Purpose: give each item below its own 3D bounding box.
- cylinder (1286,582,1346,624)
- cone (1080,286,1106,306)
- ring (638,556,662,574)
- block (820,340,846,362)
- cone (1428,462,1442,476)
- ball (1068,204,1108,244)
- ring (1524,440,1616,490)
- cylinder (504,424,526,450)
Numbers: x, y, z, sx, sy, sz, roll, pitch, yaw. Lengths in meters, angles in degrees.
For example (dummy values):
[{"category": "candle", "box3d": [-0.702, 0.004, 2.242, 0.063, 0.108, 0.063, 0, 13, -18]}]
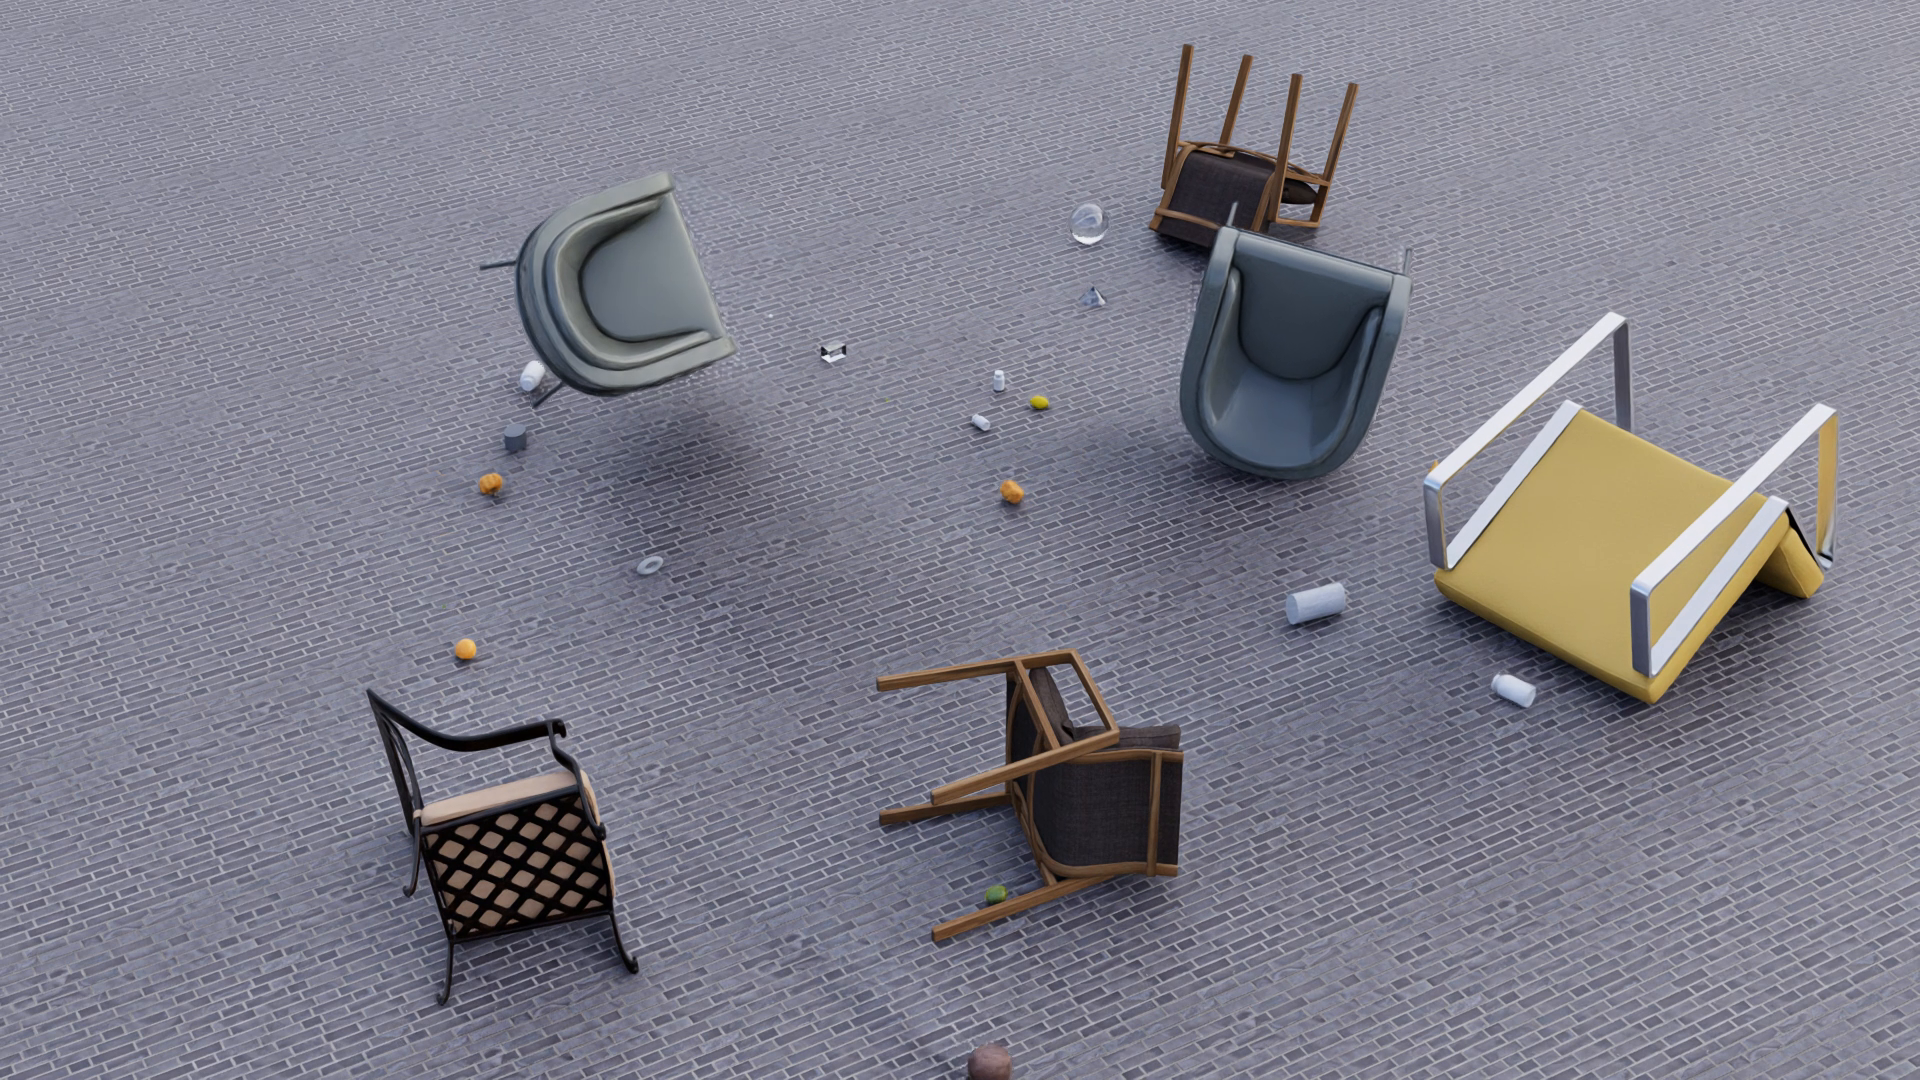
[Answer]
[{"category": "cylinder", "box3d": [1.273, 0.227, 10.489, 0.192, 0.123, 0.091, -13, 43, -19]}, {"category": "cone", "box3d": [0.567, -1.052, 12.481, 0.120, 0.066, 0.116, 16, 37, 23]}, {"category": "ring", "box3d": [-1.137, 0.094, 10.752, 0.107, 0.057, 0.034, -28, 24, -20]}, {"category": "block", "box3d": [-0.521, -0.778, 12.077, 0.084, 0.053, 0.059, -24, 40, -32]}, {"category": "cone", "box3d": [1.836, -0.285, 11.321, 0.051, 0.062, 0.057, -9, 34, -13]}, {"category": "ball", "box3d": [0.566, -1.392, 12.895, 0.177, 0.177, 0.177, 0, 33, 0]}, {"category": "ring", "box3d": [2.349, -0.290, 11.290, 0.399, 0.105, 0.226, -15, 38, -23]}, {"category": "cylinder", "box3d": [-1.743, -0.402, 11.497, 0.080, 0.063, 0.103, 11, 35, 17]}]
